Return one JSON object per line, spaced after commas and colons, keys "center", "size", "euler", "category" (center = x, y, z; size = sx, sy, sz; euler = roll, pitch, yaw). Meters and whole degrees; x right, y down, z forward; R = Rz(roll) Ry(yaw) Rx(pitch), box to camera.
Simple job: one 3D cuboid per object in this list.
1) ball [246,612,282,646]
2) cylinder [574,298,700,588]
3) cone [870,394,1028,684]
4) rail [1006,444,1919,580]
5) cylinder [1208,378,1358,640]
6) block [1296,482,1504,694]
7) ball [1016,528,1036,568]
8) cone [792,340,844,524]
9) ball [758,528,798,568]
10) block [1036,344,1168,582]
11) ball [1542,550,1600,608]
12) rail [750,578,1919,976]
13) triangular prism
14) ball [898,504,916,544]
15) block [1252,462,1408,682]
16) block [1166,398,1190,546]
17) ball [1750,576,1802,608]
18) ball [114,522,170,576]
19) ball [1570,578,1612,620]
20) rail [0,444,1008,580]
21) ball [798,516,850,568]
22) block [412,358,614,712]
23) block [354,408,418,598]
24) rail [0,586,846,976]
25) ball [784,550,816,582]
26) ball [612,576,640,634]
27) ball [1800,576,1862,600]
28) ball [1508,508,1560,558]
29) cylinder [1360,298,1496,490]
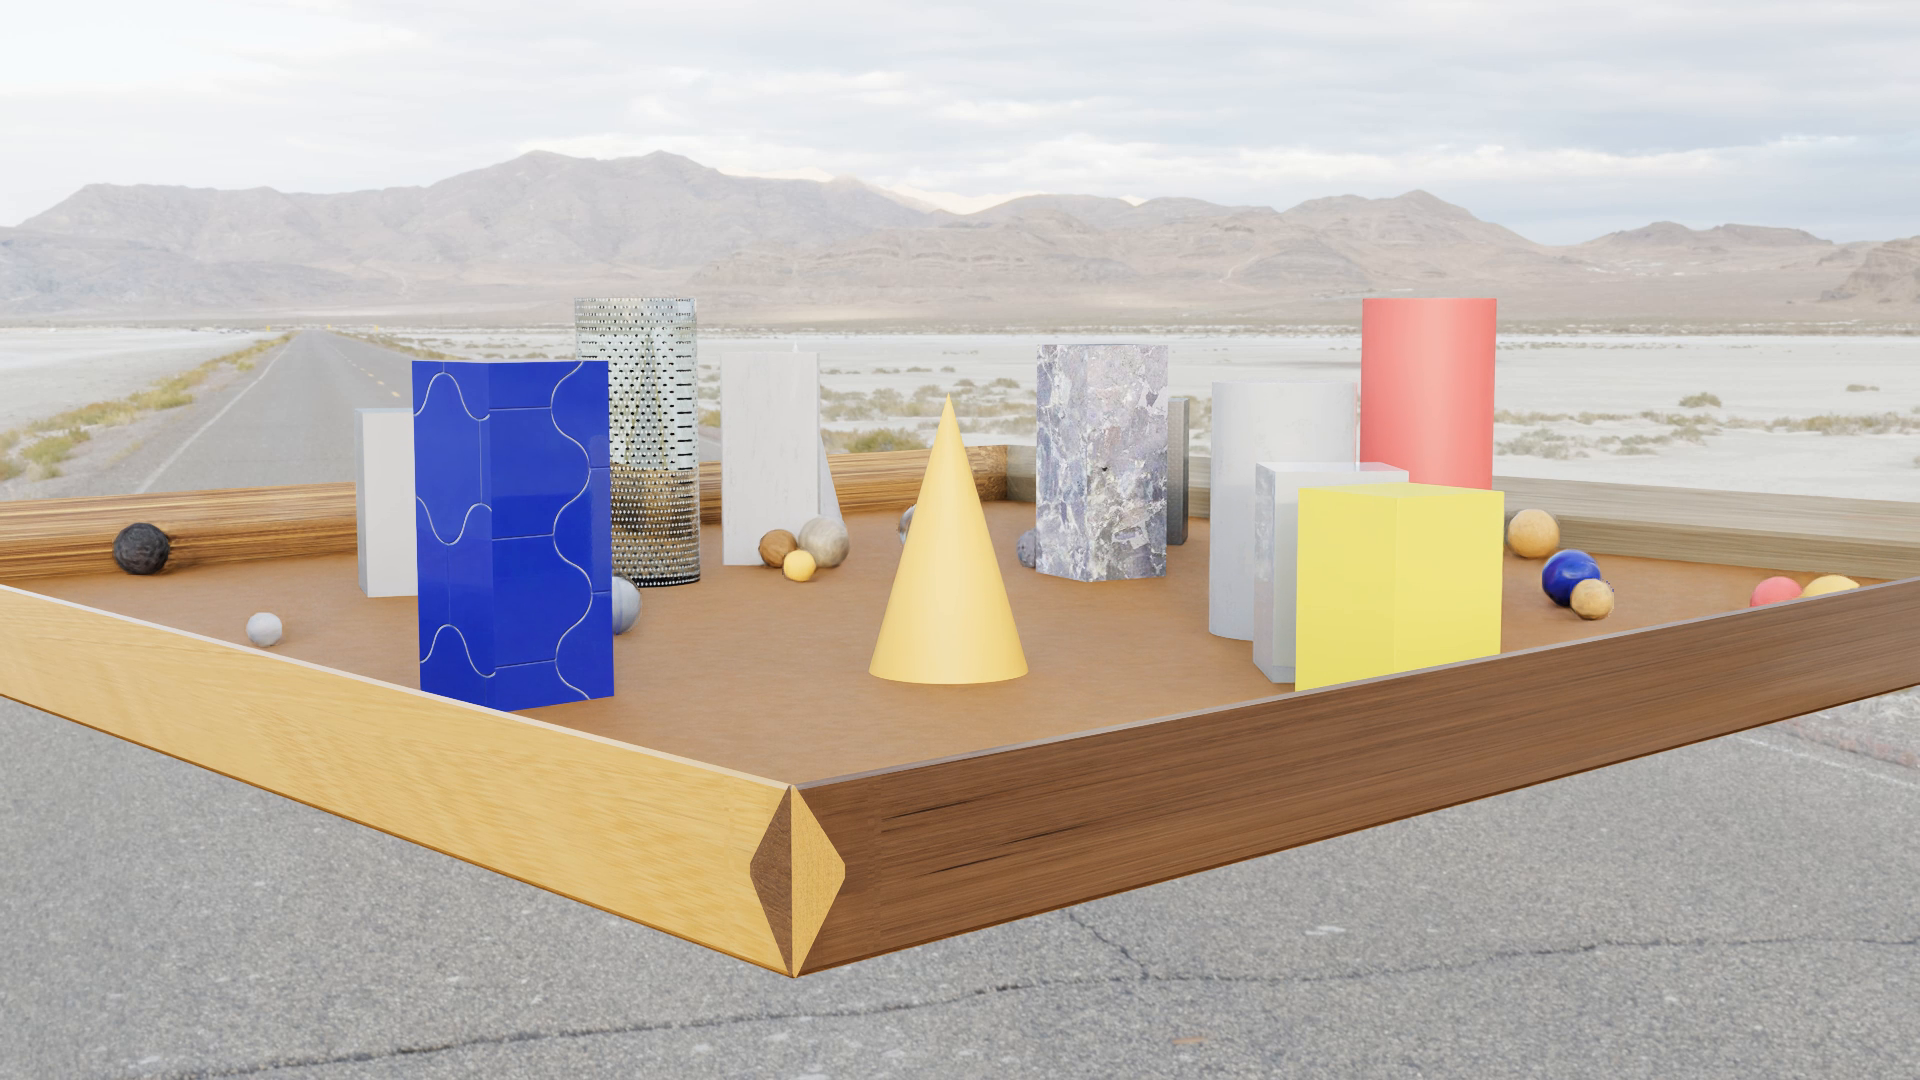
{"center": [-0.926, 0.119, 2.927], "size": [0.046, 0.046, 0.046], "euler": [0, 6, 0], "category": "ball"}
{"center": [-0.530, -0.164, 3.620], "size": [0.199, 0.465, 0.199], "euler": [0, 6, 0], "category": "cylinder"}
{"center": [-0.014, -0.010, 2.716], "size": [0.199, 0.345, 0.199], "euler": [0, 6, 0], "category": "cone"}
{"center": [0.979, -0.060, 4.230], "size": [0.045, 0.129, 2.608], "euler": [-5, 8, -42], "category": "rail"}
{"center": [0.446, -0.045, 3.044], "size": [0.199, 0.348, 0.199], "euler": [0, 6, 0], "category": "cylinder"}
{"center": [0.491, 0.066, 2.465], "size": [0.159, 0.246, 0.159], "euler": [-4, 7, -32], "category": "block"}
{"center": [0.131, 0.015, 3.819], "size": [0.068, 0.068, 0.068], "euler": [0, 6, 0], "category": "ball"}
{"center": [-0.311, -0.188, 4.184], "size": [0.199, 0.395, 0.199], "euler": [0, 6, 0], "category": "cone"}
{"center": [-0.315, 0.015, 3.816], "size": [0.068, 0.068, 0.068], "euler": [0, 6, 0], "category": "ball"}
{"center": [0.238, -0.135, 3.712], "size": [0.159, 0.388, 0.159], "euler": [-3, 7, -29], "category": "block"}
{"center": [0.921, 0.058, 3.314], "size": [0.086, 0.086, 0.086], "euler": [0, 6, 0], "category": "ball"}
{"center": [0.868, 0.131, 2.396], "size": [2.711, 0.129, 0.045], "euler": [-5, 8, -42], "category": "rail"}
{"center": [-0.329, -0.149, 3.921], "size": [0.172, 0.372, 0.149], "euler": [0, 6, 2], "category": "triangular prism"}
{"center": [-0.063, -0.018, 3.992], "size": [0.098, 0.098, 0.098], "euler": [0, 6, 0], "category": "ball"}
{"center": [0.454, 0.037, 2.709], "size": [0.159, 0.254, 0.159], "euler": [0, 6, -1], "category": "block"}
{"center": [0.359, -0.135, 4.266], "size": [0.159, 0.274, 0.159], "euler": [1, 6, 10], "category": "block"}
{"center": [1.143, 0.089, 3.070], "size": [0.075, 0.075, 0.075], "euler": [0, 6, 0], "category": "ball"}
{"center": [-1.382, 0.015, 3.713], "size": [0.089, 0.089, 0.089], "euler": [0, 6, 0], "category": "ball"}
{"center": [0.911, 0.086, 3.176], "size": [0.060, 0.060, 0.060], "euler": [0, 6, 0], "category": "ball"}
{"center": [-0.868, -0.064, 4.268], "size": [2.711, 0.129, 0.045], "euler": [-5, 8, -42], "category": "rail"}
{"center": [-0.235, 0.005, 3.805], "size": [0.091, 0.091, 0.091], "euler": [0, 6, 0], "category": "ball"}
{"center": [-0.514, -0.012, 2.532], "size": [0.159, 0.388, 0.159], "euler": [-6, 8, -44], "category": "block"}
{"center": [-0.876, -0.064, 3.515], "size": [0.159, 0.288, 0.159], "euler": [-2, 6, -20], "category": "block"}
{"center": [-0.979, 0.127, 2.433], "size": [0.045, 0.129, 2.608], "euler": [-5, 8, -42], "category": "rail"}
{"center": [-0.265, 0.042, 3.624], "size": [0.053, 0.053, 0.053], "euler": [0, 6, 0], "category": "ball"}
{"center": [-0.481, 0.090, 3.036], "size": [0.081, 0.081, 0.081], "euler": [0, 6, 0], "category": "ball"}
{"center": [1.176, 0.093, 2.962], "size": [0.091, 0.091, 0.091], "euler": [0, 6, 0], "category": "ball"}
{"center": [1.033, -0.012, 3.964], "size": [0.091, 0.091, 0.091], "euler": [0, 6, 0], "category": "ball"}
{"center": [0.709, -0.135, 3.345], "size": [0.199, 0.463, 0.199], "euler": [0, 6, 0], "category": "cylinder"}
